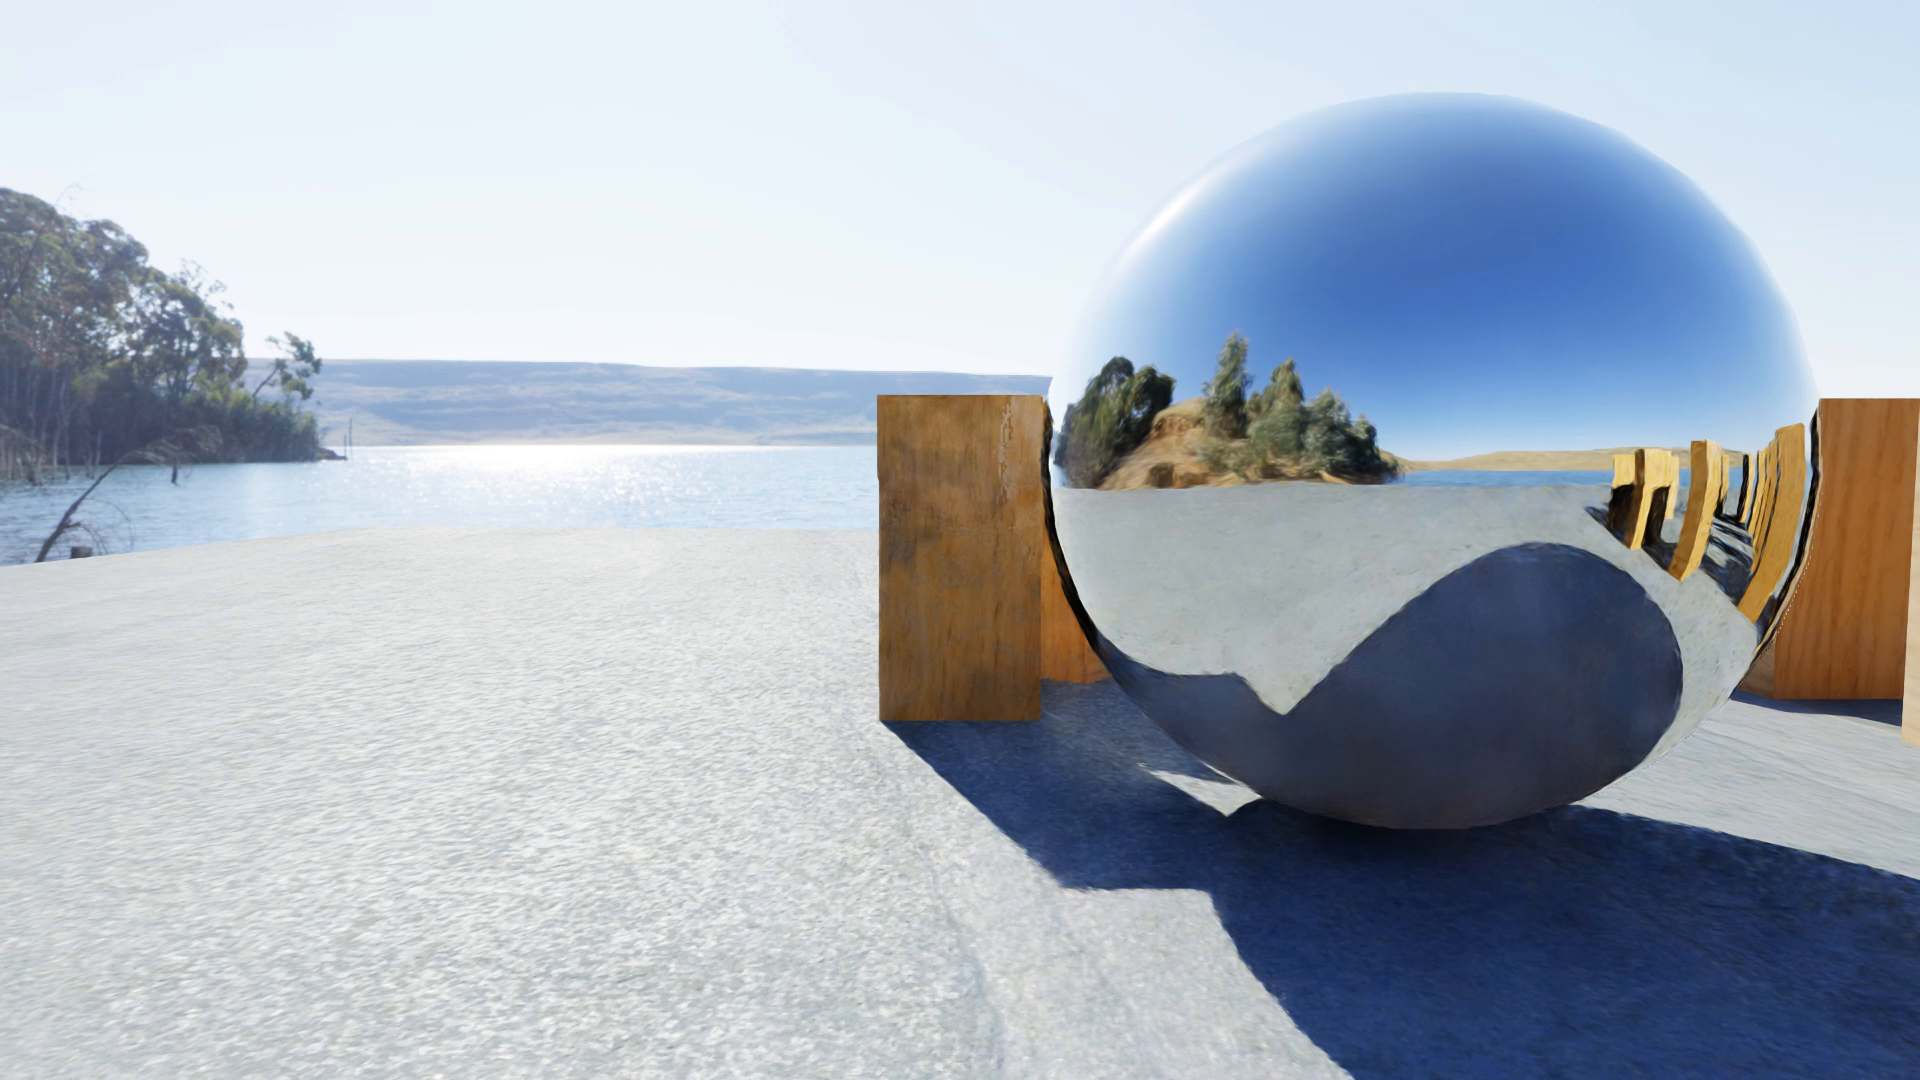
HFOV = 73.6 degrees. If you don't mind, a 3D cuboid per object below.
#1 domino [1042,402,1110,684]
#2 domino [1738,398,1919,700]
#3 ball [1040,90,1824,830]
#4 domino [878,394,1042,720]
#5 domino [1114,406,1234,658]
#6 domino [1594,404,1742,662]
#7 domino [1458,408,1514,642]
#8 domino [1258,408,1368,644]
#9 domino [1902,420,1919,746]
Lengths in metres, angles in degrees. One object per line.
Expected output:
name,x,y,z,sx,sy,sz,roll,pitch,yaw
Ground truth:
domino,0.015,0.000,0.237,0.025,0.050,0.010,3,5,37
domino,0.148,0.001,0.217,0.025,0.050,0.010,0,4,-2
ball,0.049,-0.008,0.144,0.080,0.080,0.080,0,4,0
domino,0.000,0.002,0.201,0.025,0.050,0.009,0,4,0
domino,0.044,-0.002,0.265,0.010,0.050,0.025,-3,5,-38
domino,0.141,-0.002,0.257,0.025,0.050,0.009,-1,5,-18
domino,0.117,-0.004,0.287,0.009,0.050,0.025,2,5,21
domino,0.078,-0.004,0.285,0.010,0.050,0.025,-2,5,-21
domino,0.147,0.004,0.177,0.025,0.050,0.009,0,4,2
